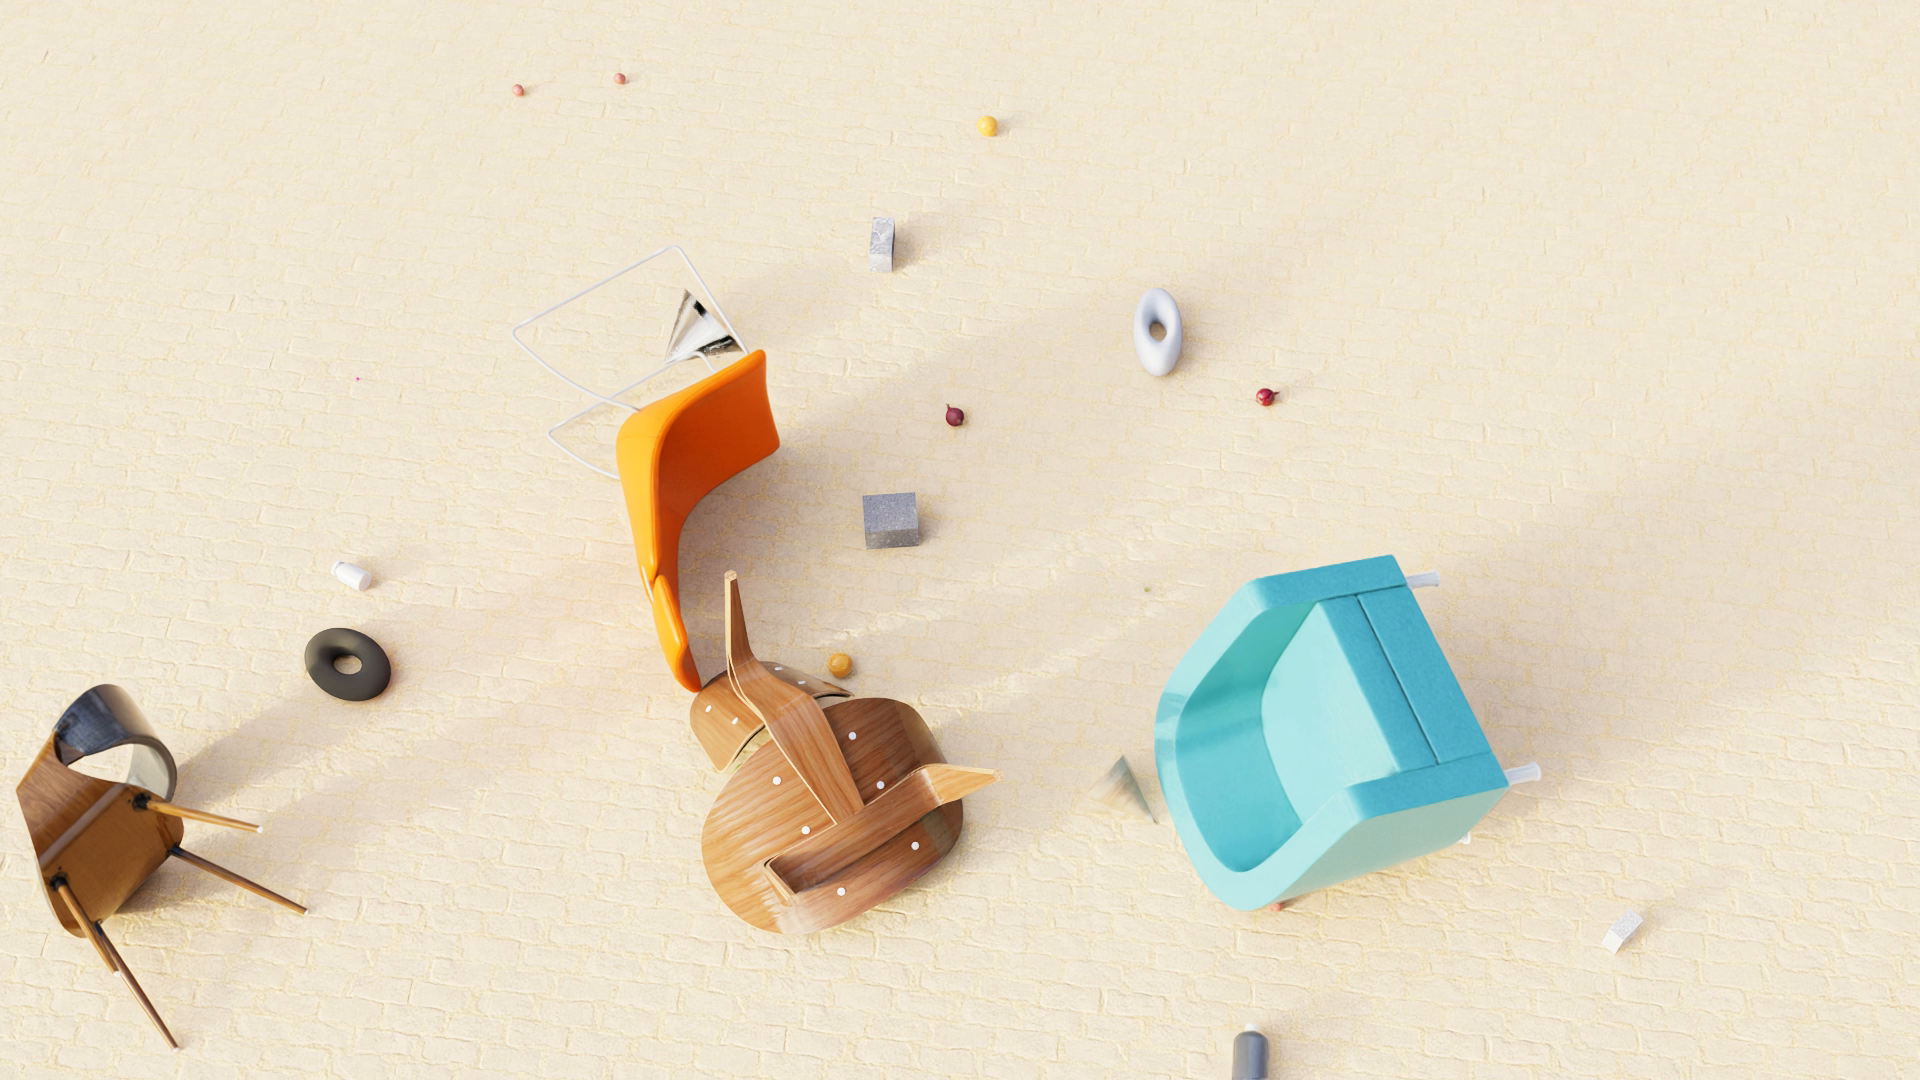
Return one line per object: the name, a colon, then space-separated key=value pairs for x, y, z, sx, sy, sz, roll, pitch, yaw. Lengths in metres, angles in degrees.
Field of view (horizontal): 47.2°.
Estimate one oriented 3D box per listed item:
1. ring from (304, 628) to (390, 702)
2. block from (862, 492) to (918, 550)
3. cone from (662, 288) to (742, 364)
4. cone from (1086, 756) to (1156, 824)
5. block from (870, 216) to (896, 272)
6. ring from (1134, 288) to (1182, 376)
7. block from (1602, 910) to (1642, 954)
ring: x=-1.752 y=0.355 z=6.291 sx=0.285 sy=0.075 sz=0.203 roll=33 pitch=61 yaw=21
block: x=-0.207 y=-0.057 z=6.555 sx=0.158 sy=0.094 sz=0.131 roll=-4 pitch=56 yaw=-3
cone: x=-0.860 y=-0.627 z=6.951 sx=0.218 sy=0.150 sz=0.314 roll=-42 pitch=62 yaw=-3
cone: x=0.469 y=0.717 z=6.055 sx=0.201 sy=0.130 sz=0.161 roll=43 pitch=67 yaw=5
block: x=-0.253 y=-0.962 z=7.165 sx=0.071 sy=0.090 sz=0.159 roll=3 pitch=56 yaw=2
ring: x=0.626 y=-0.658 z=6.948 sx=0.156 sy=0.113 sz=0.335 roll=-1 pitch=55 yaw=2
block: x=1.753 y=1.037 z=5.822 sx=0.086 sy=0.093 sz=0.045 roll=-37 pitch=64 yaw=-22
